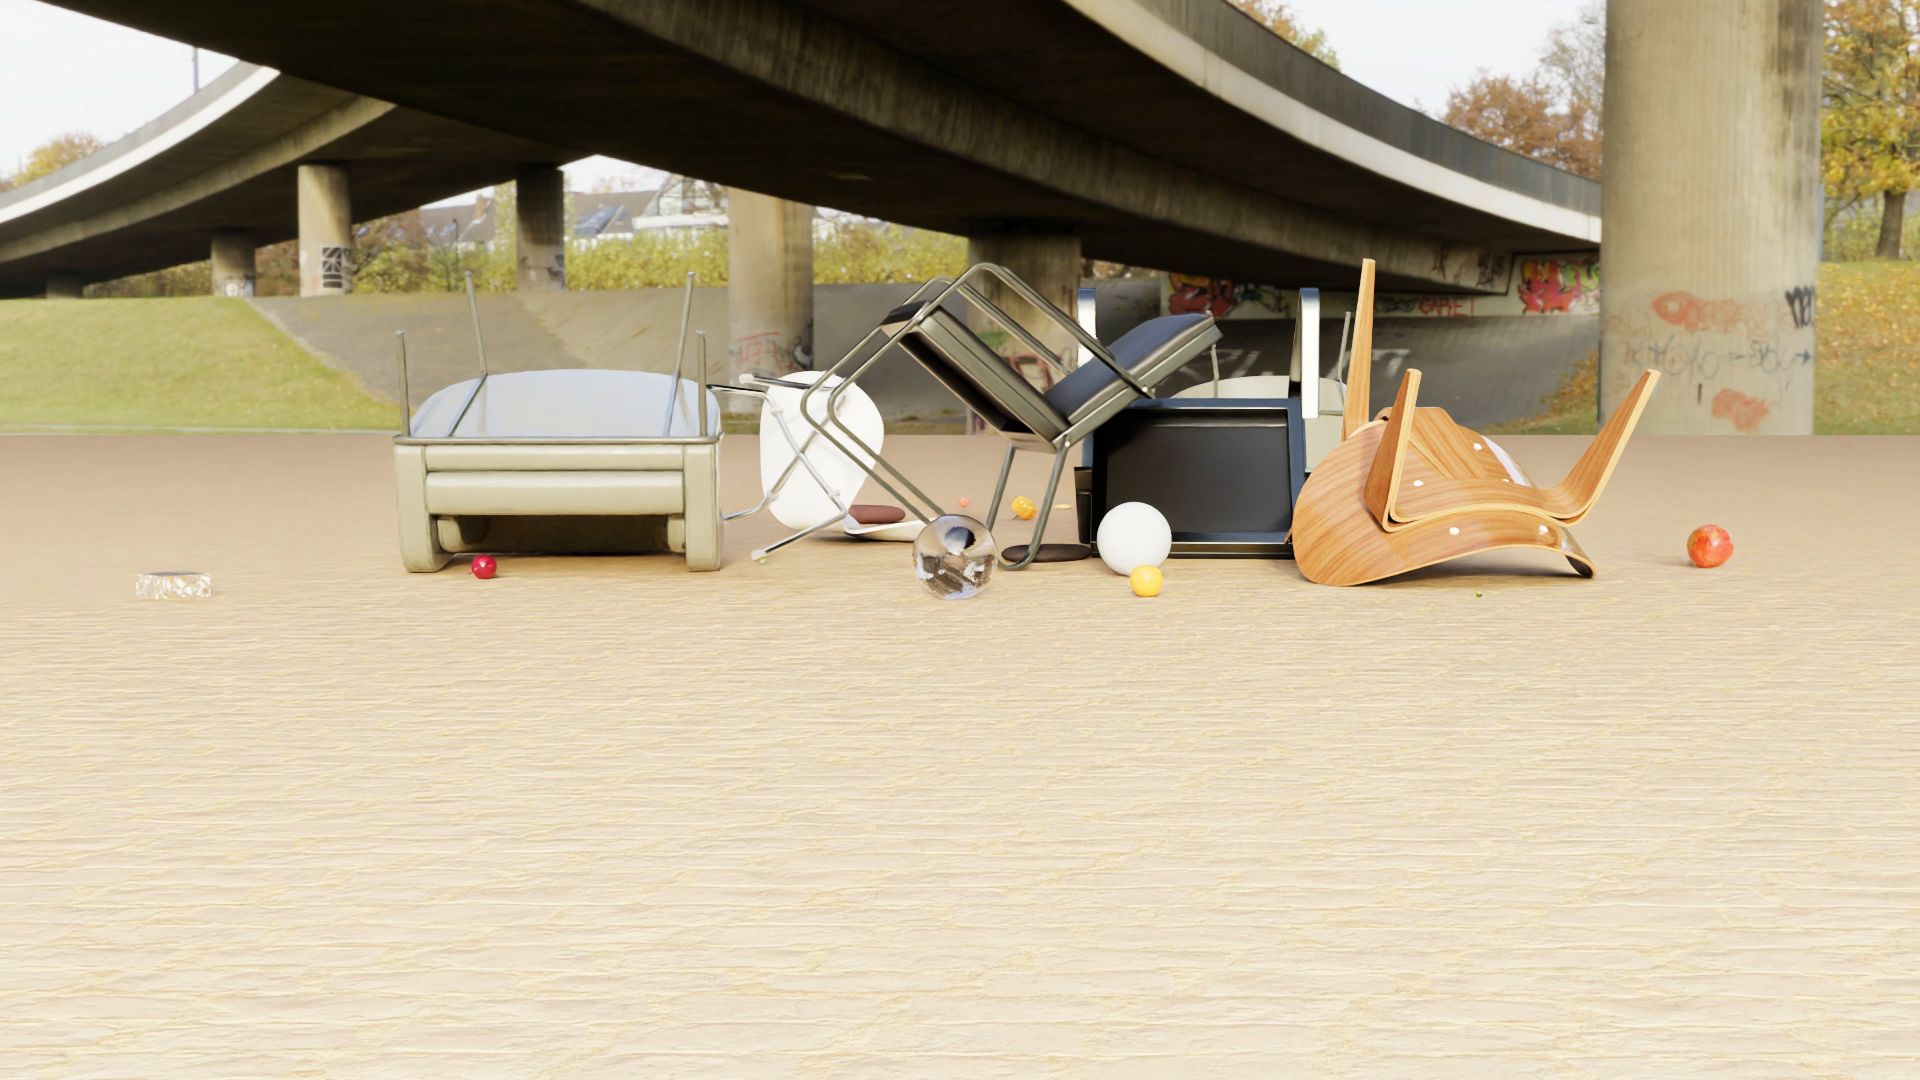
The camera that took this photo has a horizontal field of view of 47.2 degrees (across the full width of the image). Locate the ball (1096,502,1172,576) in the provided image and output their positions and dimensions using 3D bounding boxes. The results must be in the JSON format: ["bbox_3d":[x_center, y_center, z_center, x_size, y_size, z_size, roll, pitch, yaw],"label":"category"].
[{"bbox_3d":[0.417,-0.002,5.268,0.179,0.179,0.179,0,4,0],"label":"ball"}]

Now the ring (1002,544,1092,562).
[{"bbox_3d":[0.228,0.034,5.764,0.285,0.040,0.152,-3,6,-38],"label":"ring"}]

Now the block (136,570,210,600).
[{"bbox_3d":[-1.709,0.097,4.776,0.119,0.049,0.109,4,5,43],"label":"block"}]

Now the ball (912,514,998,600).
[{"bbox_3d":[-0.011,0.036,4.683,0.184,0.184,0.184,0,4,0],"label":"ball"}]

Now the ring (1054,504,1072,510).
[{"bbox_3d":[0.384,-0.125,8.223,0.068,0.021,0.061,0,5,-15],"label":"ring"}]

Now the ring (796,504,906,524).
[{"bbox_3d":[-0.368,-0.087,7.392,0.370,0.059,0.217,1,3,0],"label":"ring"}]

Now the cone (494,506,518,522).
[{"bbox_3d":[-1.564,-0.077,7.489,0.085,0.049,0.086,7,21,11],"label":"cone"}]
